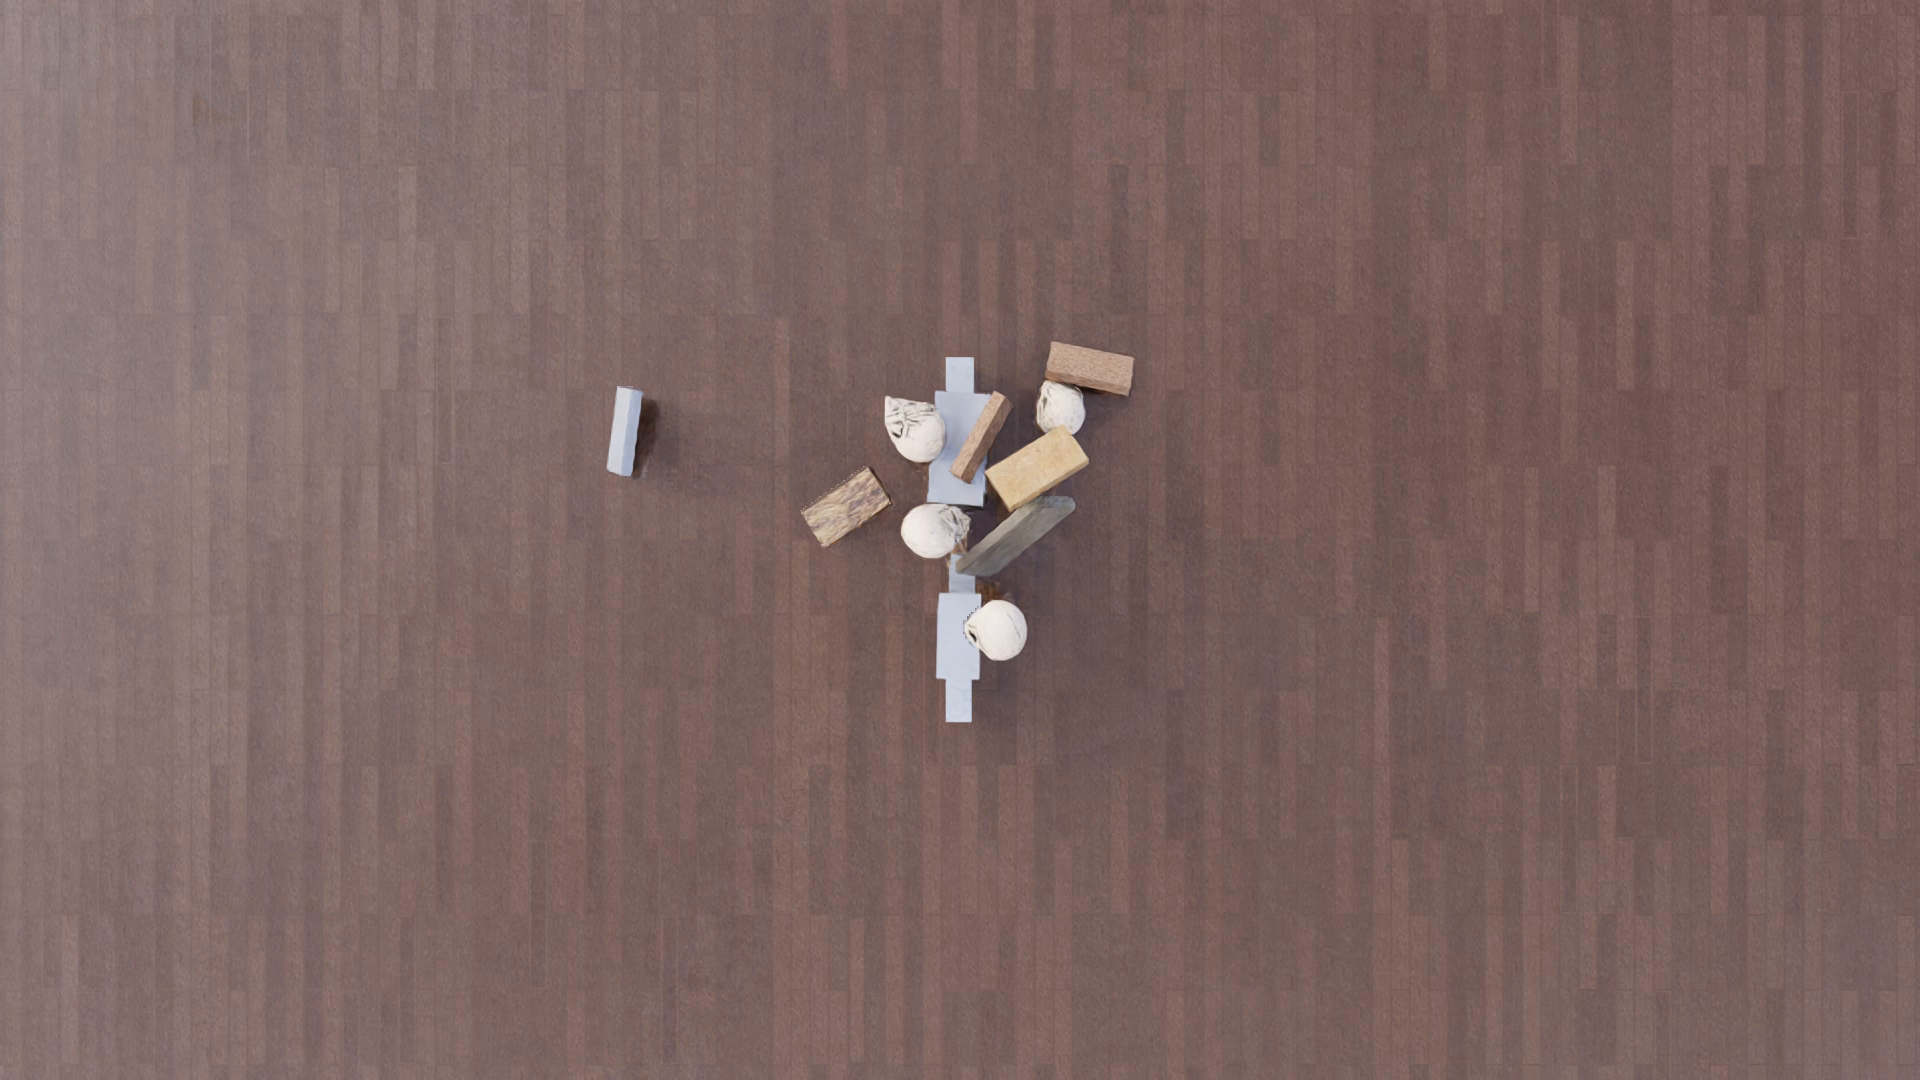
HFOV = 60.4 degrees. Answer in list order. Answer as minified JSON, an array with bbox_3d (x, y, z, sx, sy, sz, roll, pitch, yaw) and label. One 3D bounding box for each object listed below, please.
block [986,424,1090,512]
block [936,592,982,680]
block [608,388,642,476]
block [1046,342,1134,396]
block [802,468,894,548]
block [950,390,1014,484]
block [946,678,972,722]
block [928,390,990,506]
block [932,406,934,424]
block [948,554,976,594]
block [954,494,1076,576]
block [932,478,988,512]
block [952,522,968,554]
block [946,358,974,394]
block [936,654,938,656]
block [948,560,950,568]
[{"bbox_3d":[0.227,-0.212,4.856,0.275,0.039,0.137,-32,69,-3],"label":"block"},{"bbox_3d":[-0.004,0.292,5.009,0.129,0.036,0.257,1,90,0],"label":"block"},{"bbox_3d":[-1.100,-0.356,5.413,0.040,0.140,0.279,6,96,-30],"label":"block"},{"bbox_3d":[0.428,-0.566,5.440,0.279,0.040,0.140,11,50,0],"label":"block"},{"bbox_3d":[-0.367,-0.105,5.385,0.275,0.039,0.137,-33,85,13],"label":"block"},{"bbox_3d":[0.066,-0.311,5.029,0.040,0.139,0.279,29,90,14],"label":"block"},{"bbox_3d":[-0.004,0.505,5.326,0.081,0.023,0.163,0,90,0],"label":"block"},{"bbox_3d":[-0.002,-0.283,5.127,0.173,0.049,0.346,4,90,0],"label":"block"},{"bbox_3d":[0.000,-0.371,5.326,0.173,0.346,0.049,2,83,0],"label":"block"},{"bbox_3d":[0.007,0.132,5.321,0.083,0.023,0.166,2,91,0],"label":"block"},{"bbox_3d":[0.165,-0.009,5.112,0.137,0.480,0.039,4,62,-33],"label":"block"},{"bbox_3d":[-0.002,-0.146,5.325,0.173,0.346,0.049,2,82,0],"label":"block"},{"bbox_3d":[-0.002,-0.007,5.386,0.053,0.015,0.106,0,90,0],"label":"block"},{"bbox_3d":[0.000,-0.497,5.309,0.089,0.025,0.178,0,90,0],"label":"block"},{"bbox_3d":[-0.008,0.381,5.156,0.129,0.257,0.036,0,91,0],"label":"block"},{"bbox_3d":[0.000,0.079,5.417,0.083,0.166,0.023,0,90,0],"label":"block"}]
